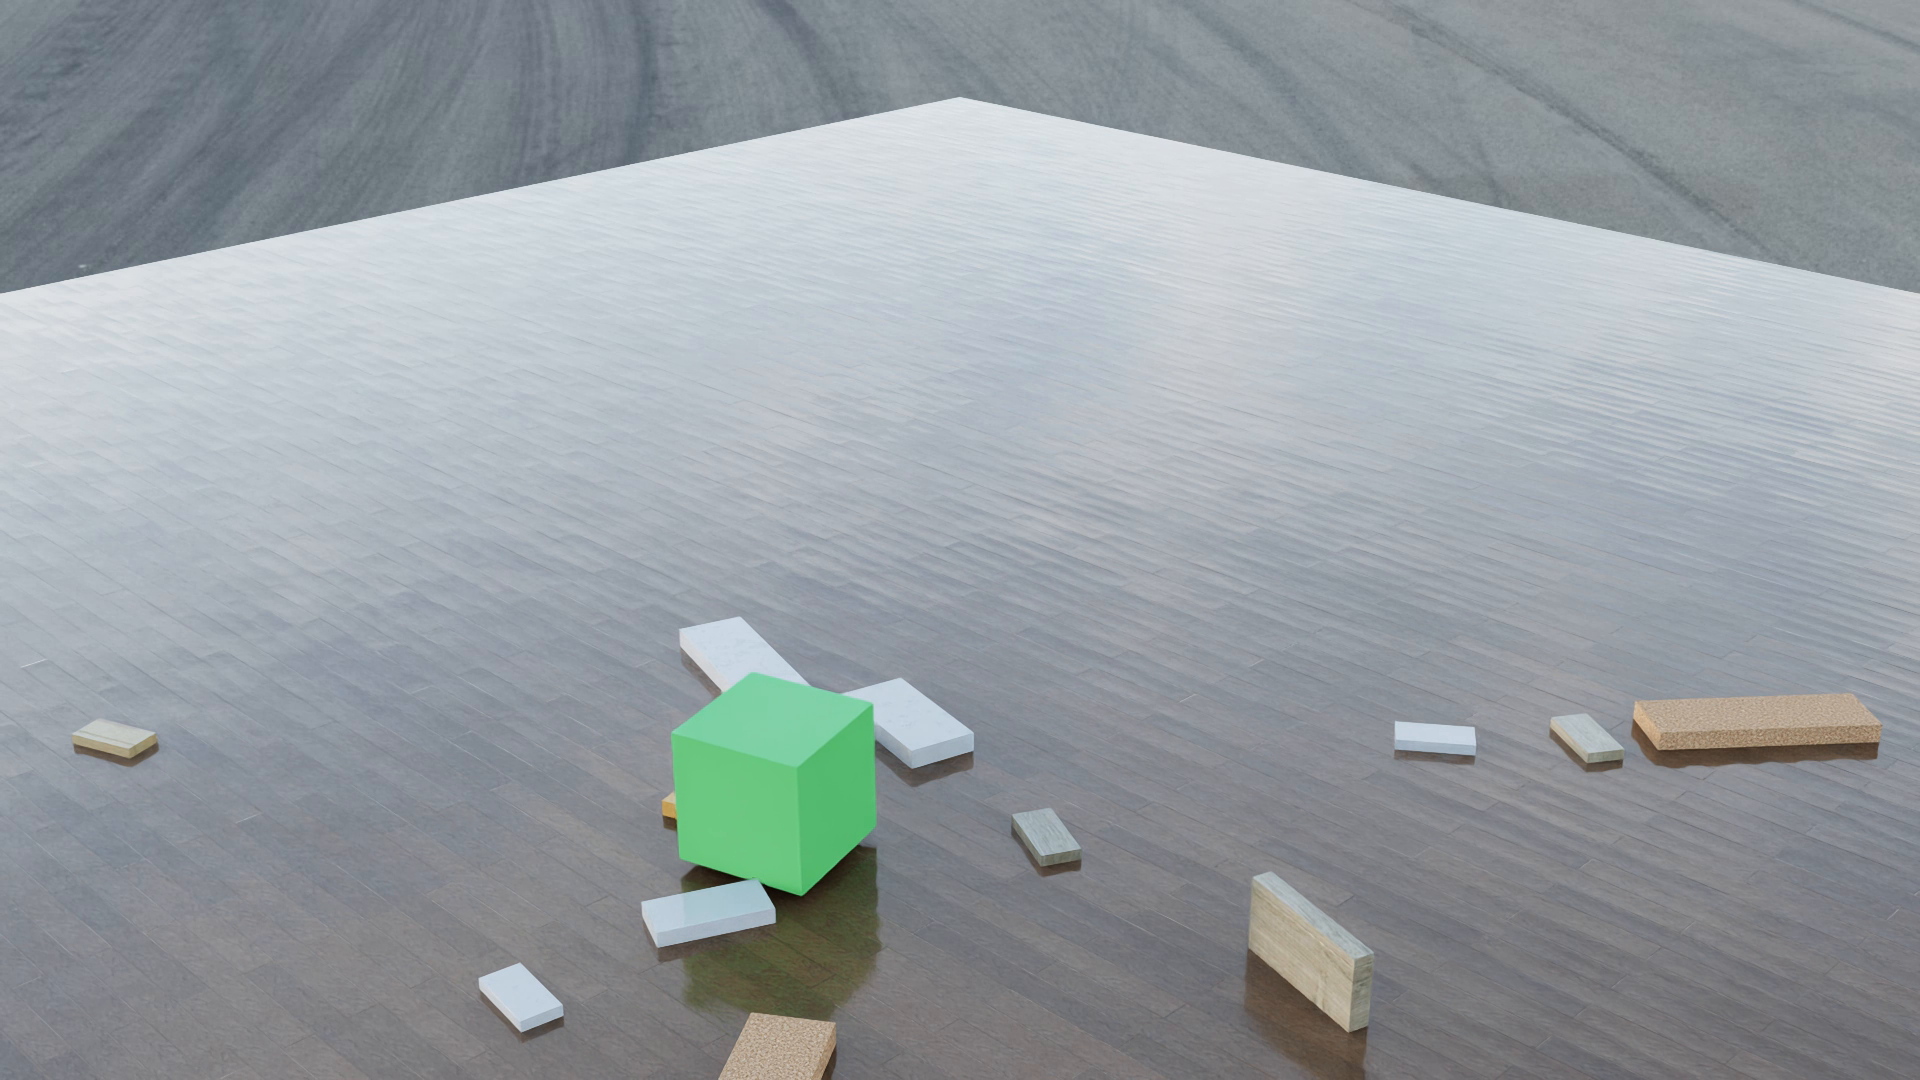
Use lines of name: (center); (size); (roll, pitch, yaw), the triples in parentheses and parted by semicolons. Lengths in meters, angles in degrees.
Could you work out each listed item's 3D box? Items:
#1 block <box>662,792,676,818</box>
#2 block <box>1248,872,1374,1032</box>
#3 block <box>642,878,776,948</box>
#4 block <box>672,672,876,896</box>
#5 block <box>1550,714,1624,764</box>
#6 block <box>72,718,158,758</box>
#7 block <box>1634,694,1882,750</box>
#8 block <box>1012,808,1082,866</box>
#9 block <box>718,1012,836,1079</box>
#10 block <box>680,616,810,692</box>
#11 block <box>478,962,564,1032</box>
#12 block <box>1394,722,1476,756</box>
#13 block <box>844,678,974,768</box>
block: (-0.495, 0.511, 4.513); (0.117, 0.033, 0.234); (12, 26, 25)
block: (0.614, 0.721, 3.871); (0.042, 0.148, 0.297); (-12, 26, -26)
block: (-0.468, 0.692, 4.088); (0.225, 0.032, 0.112); (-9, 25, -20)
block: (-0.355, 0.465, 4.247); (0.279, 0.279, 0.279); (12, 27, 26)
block: (1.348, 0.425, 4.728); (0.084, 0.024, 0.168); (-5, 24, -12)
block: (-1.818, 0.426, 4.728); (0.161, 0.023, 0.081); (10, 25, 23)
block: (1.731, 0.394, 4.779); (0.489, 0.042, 0.148); (-2, 23, -4)
block: (0.170, 0.586, 4.348); (0.084, 0.024, 0.168); (-8, 24, -17)
block: (-0.313, 0.888, 3.613); (0.148, 0.042, 0.297); (5, 23, 11)
block: (-0.477, 0.300, 4.997); (0.153, 0.043, 0.492); (-11, 26, -25)
block: (-0.769, 0.799, 3.848); (0.081, 0.023, 0.161); (-16, 28, -34)
block: (1.020, 0.426, 4.726); (0.168, 0.024, 0.084); (4, 23, 9)
block: (-0.117, 0.395, 4.775); (0.153, 0.043, 0.307); (-14, 27, -29)
